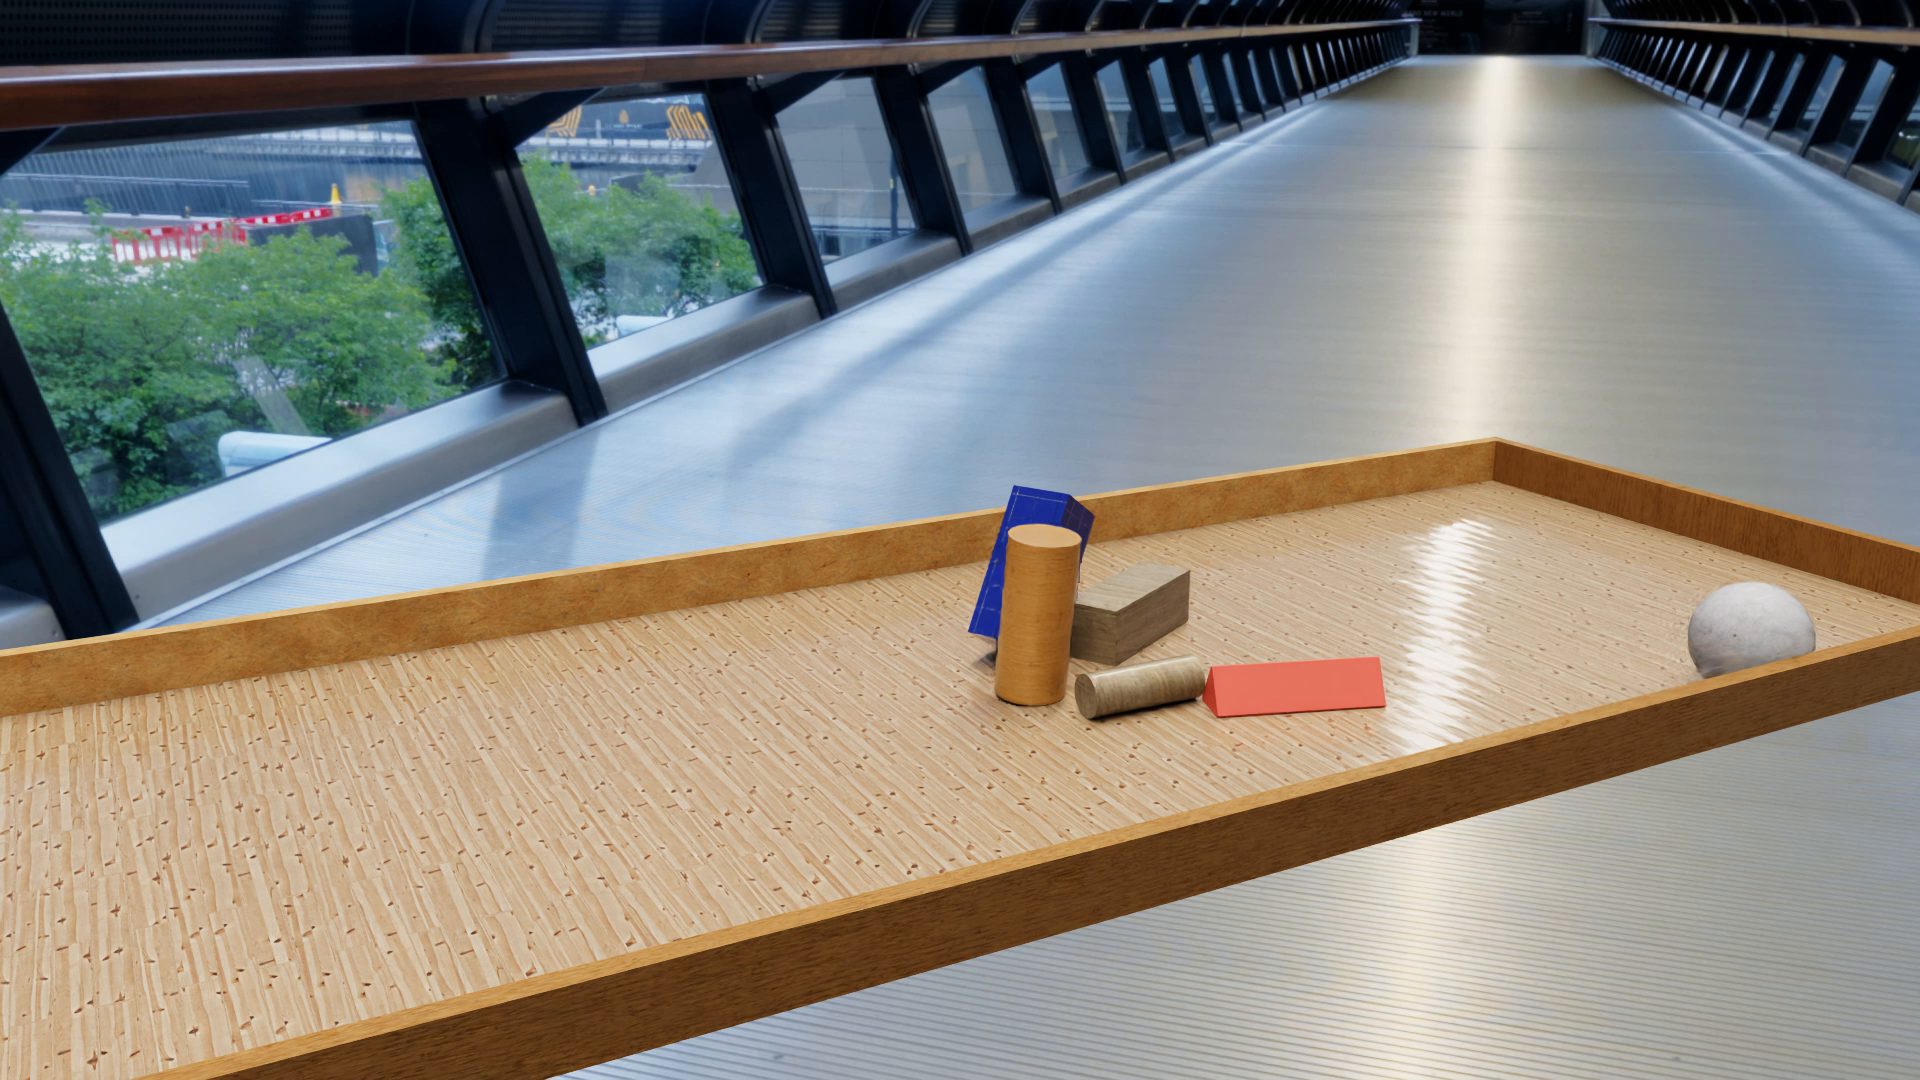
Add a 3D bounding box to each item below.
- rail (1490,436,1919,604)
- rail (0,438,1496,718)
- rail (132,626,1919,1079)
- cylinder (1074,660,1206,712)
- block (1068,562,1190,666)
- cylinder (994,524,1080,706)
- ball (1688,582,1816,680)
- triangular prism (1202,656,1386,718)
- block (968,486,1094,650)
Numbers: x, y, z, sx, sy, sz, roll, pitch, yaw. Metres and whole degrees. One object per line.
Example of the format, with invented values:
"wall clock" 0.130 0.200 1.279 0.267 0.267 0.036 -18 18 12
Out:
"rail" 2.466 -0.048 5.253 0.050 0.150 2.100 -9 18 -27
"rail" -3.305 0.497 3.399 12.000 0.150 0.050 -9 18 -27
"rail" -2.336 1.006 1.665 12.000 0.150 0.050 -9 18 -27
"cylinder" 0.434 0.351 3.968 0.303 0.108 0.108 -2 16 -25
"block" 0.454 0.192 4.433 0.150 0.150 0.428 11 19 32
"cylinder" 0.186 0.181 3.997 0.176 0.405 0.176 4 19 -1
"ball" 1.930 0.243 4.024 0.284 0.284 0.284 0 16 0
"triangular prism" 0.809 0.343 3.989 0.421 0.107 0.123 -3 17 -9
"block" 0.189 0.086 4.297 0.167 0.406 0.167 11 -13 32
